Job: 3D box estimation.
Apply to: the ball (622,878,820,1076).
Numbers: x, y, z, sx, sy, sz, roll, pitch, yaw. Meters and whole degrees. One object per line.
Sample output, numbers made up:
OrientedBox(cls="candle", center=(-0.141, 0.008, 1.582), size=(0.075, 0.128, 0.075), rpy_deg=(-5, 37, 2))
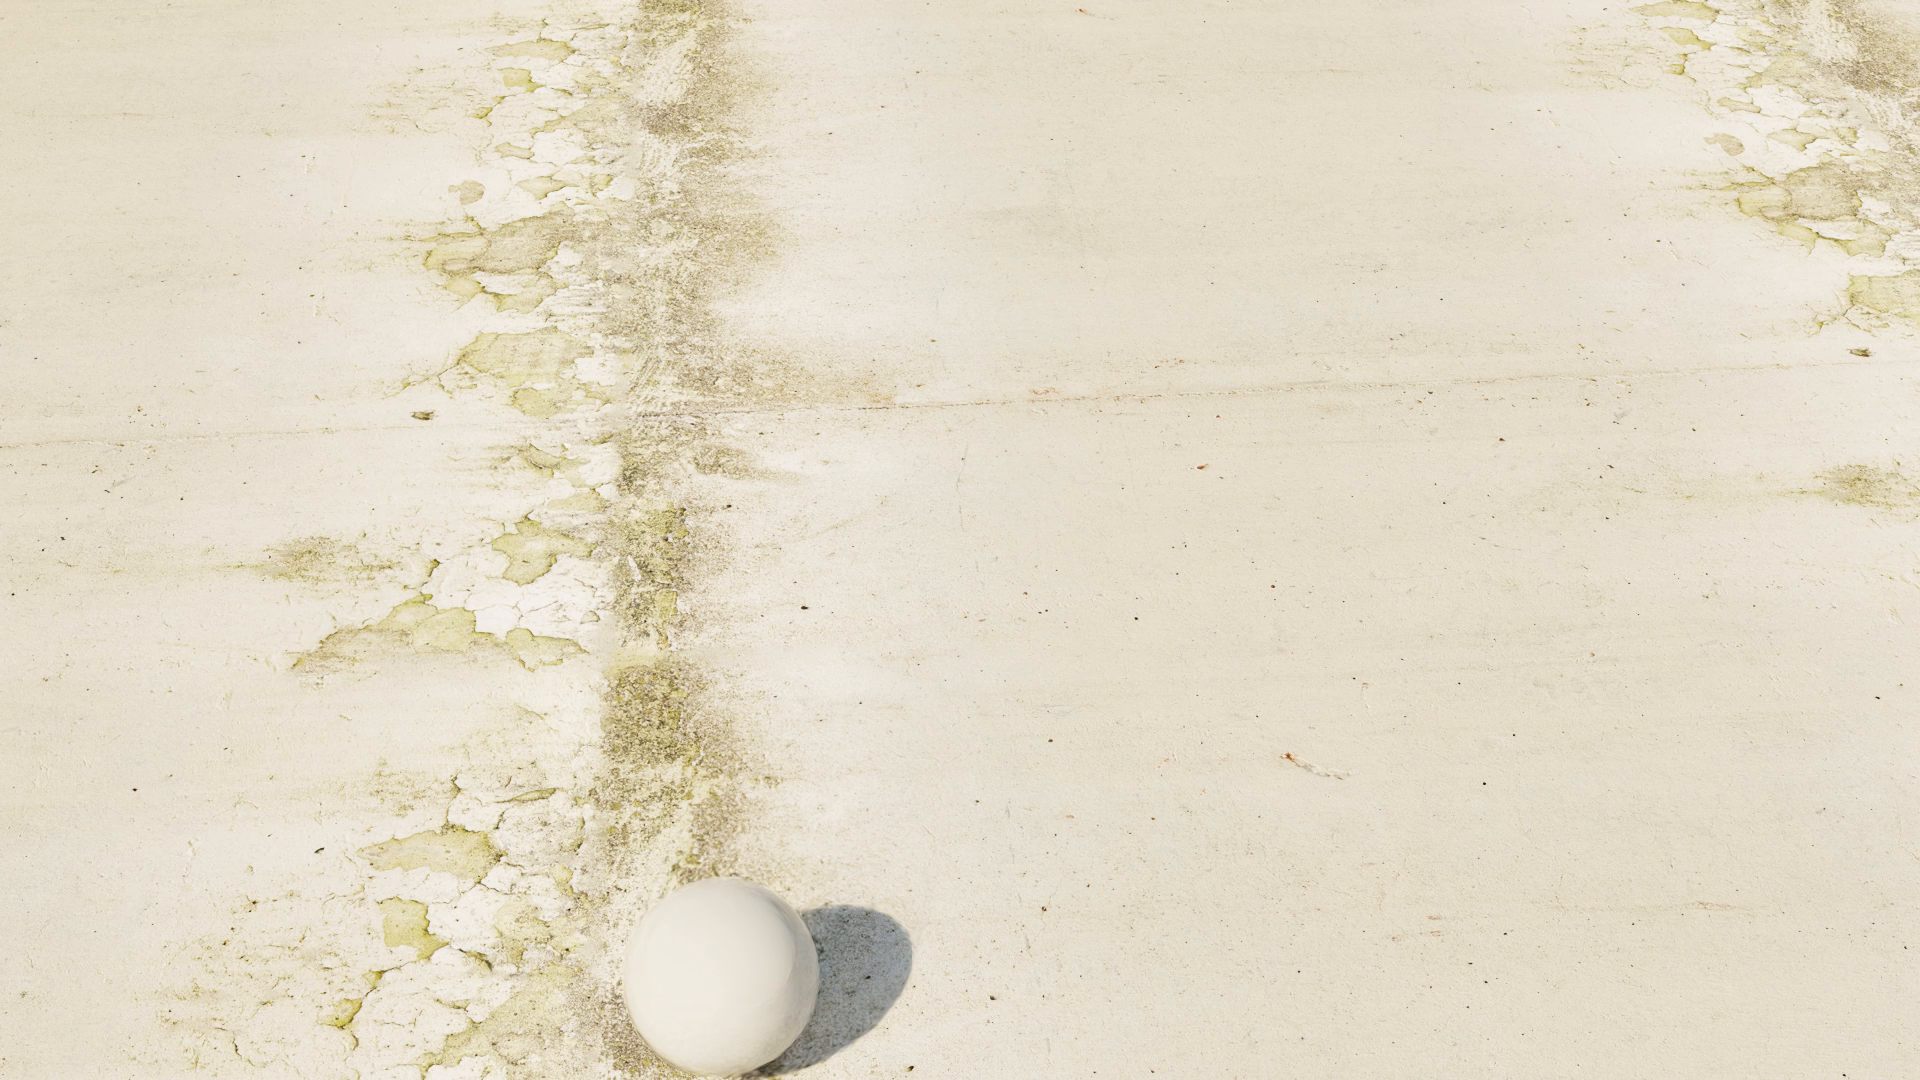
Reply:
OrientedBox(cls="ball", center=(-0.116, 0.213, 1.252), size=(0.096, 0.096, 0.096), rpy_deg=(0, 36, 0))
